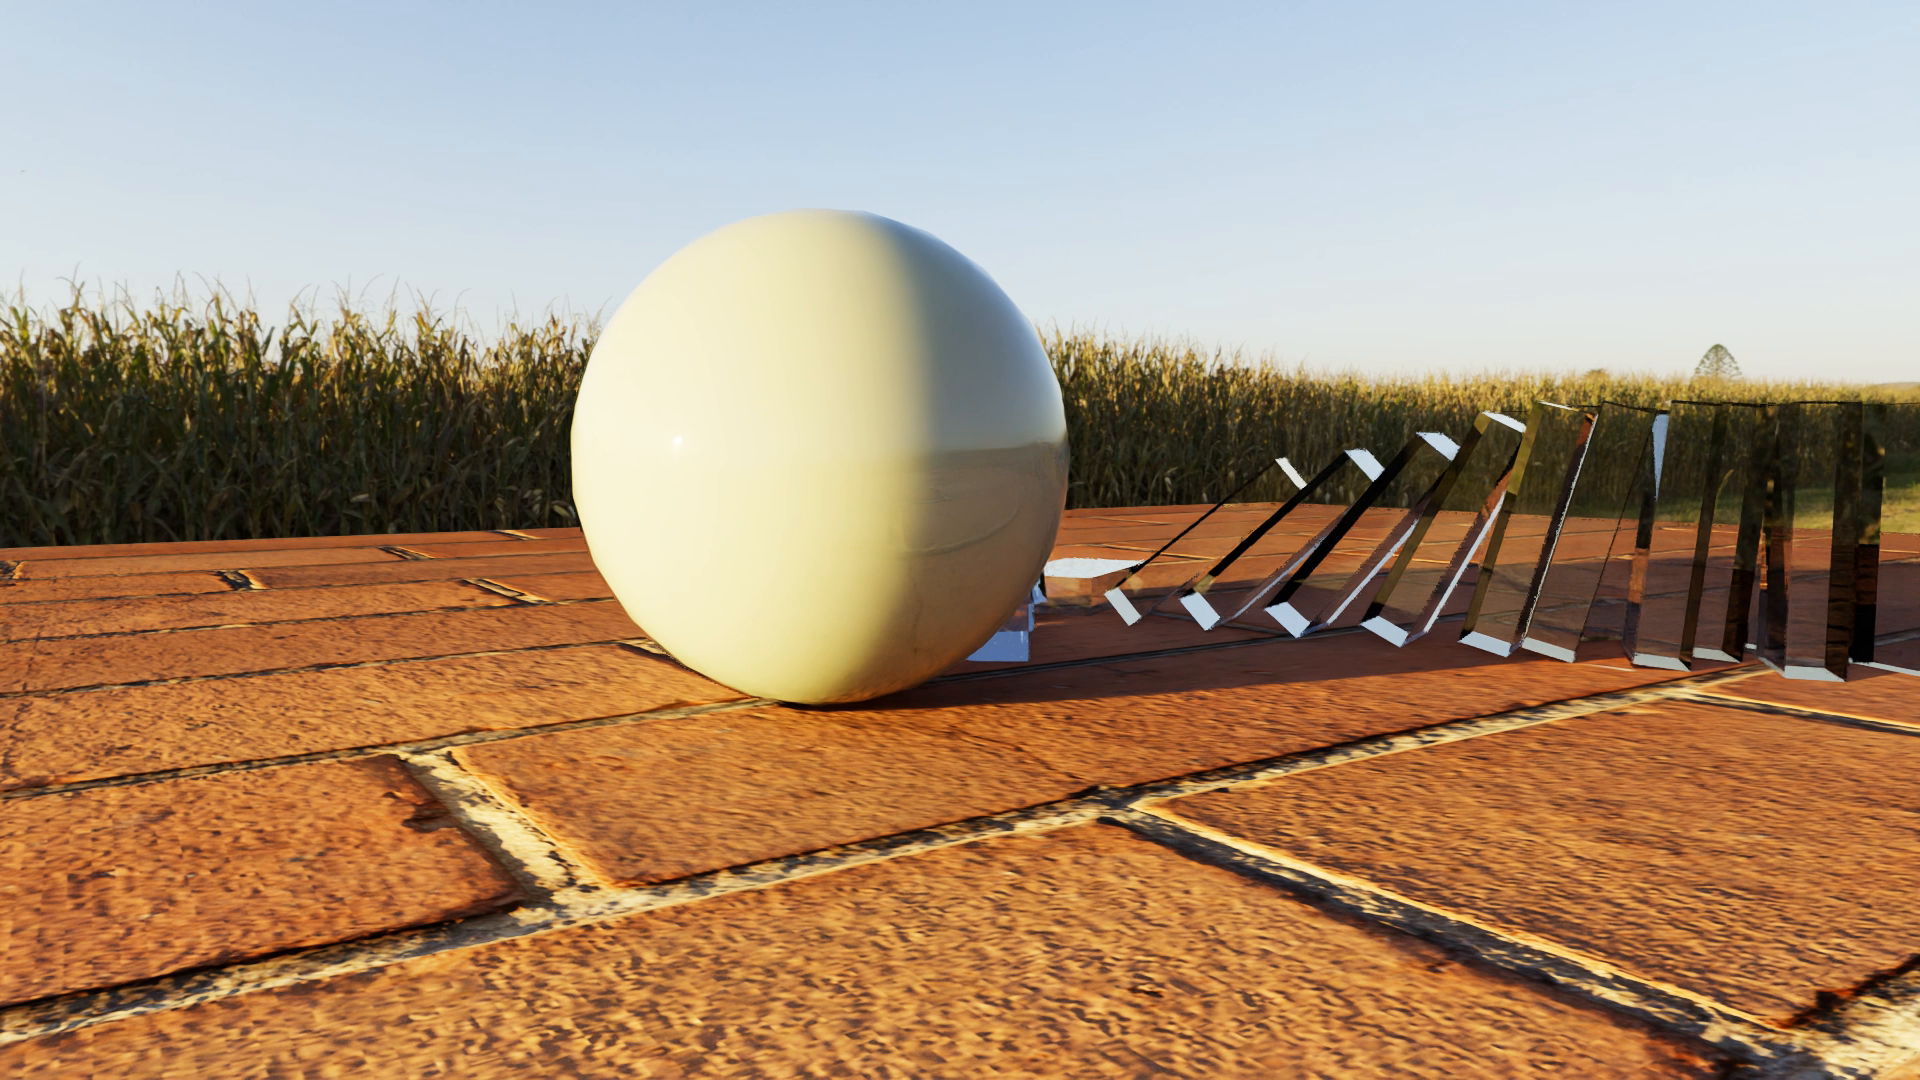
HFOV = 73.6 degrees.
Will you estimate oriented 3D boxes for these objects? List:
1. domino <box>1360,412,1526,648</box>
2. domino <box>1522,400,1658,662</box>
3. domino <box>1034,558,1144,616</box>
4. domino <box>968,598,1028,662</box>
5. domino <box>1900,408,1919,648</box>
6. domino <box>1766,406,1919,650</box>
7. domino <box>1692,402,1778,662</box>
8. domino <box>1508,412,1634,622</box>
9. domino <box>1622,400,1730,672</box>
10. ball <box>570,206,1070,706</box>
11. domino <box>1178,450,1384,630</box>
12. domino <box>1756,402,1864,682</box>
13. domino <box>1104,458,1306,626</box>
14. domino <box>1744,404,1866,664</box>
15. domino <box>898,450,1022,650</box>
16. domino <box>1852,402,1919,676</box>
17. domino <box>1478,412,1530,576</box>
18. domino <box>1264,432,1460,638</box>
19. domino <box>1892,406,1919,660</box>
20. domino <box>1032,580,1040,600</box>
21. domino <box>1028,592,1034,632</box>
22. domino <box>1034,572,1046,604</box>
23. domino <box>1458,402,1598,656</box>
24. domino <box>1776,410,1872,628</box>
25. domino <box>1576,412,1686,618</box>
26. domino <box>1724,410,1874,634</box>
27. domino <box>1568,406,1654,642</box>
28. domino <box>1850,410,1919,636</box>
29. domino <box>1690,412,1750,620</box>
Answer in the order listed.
[{"bbox_3d":[0.105,-0.002,0.273,0.009,0.050,0.025,33,20,26],"label":"domino"},{"bbox_3d":[0.126,-0.002,0.258,0.009,0.050,0.025,18,12,25],"label":"domino"},{"bbox_3d":[0.031,0.012,0.344,0.025,0.009,0.050,2,5,25],"label":"domino"},{"bbox_3d":[0.001,0.002,0.265,0.025,0.009,0.050,0,48,2],"label":"domino"},{"bbox_3d":[0.212,-0.002,0.266,0.025,0.050,0.009,2,5,27],"label":"domino"},{"bbox_3d":[0.187,-0.003,0.270,0.025,0.050,0.009,1,4,16],"label":"domino"},{"bbox_3d":[0.153,-0.002,0.260,0.009,0.050,0.025,7,6,17],"label":"domino"},{"bbox_3d":[0.151,-0.006,0.317,0.009,0.050,0.025,-3,5,-35],"label":"domino"},{"bbox_3d":[0.139,-0.002,0.251,0.009,0.050,0.025,7,7,22],"label":"domino"},{"bbox_3d":[-0.022,-0.013,0.210,0.080,0.080,0.080,0,4,0],"label":"ball"},{"bbox_3d":[0.075,0.000,0.295,0.050,0.009,0.025,-45,-17,23],"label":"domino"},{"bbox_3d":[0.159,-0.001,0.241,0.010,0.050,0.025,2,5,21],"label":"domino"},{"bbox_3d":[0.059,0.000,0.305,0.050,0.009,0.025,-40,-9,17],"label":"domino"},{"bbox_3d":[0.171,-0.002,0.260,0.009,0.050,0.025,-1,4,-13],"label":"domino"},{"bbox_3d":[0.001,0.001,0.279,0.025,0.009,0.050,0,48,2],"label":"domino"},{"bbox_3d":[0.180,0.000,0.236,0.009,0.050,0.025,-1,4,-9],"label":"domino"},{"bbox_3d":[0.136,-0.005,0.301,0.025,0.050,0.010,1,4,17],"label":"domino"},{"bbox_3d":[0.091,-0.001,0.284,0.010,0.050,0.025,45,25,22],"label":"domino"},{"bbox_3d":[0.198,-0.001,0.248,0.025,0.050,0.009,4,6,42],"label":"domino"},{"bbox_3d":[-0.001,-0.004,0.310,0.025,0.010,0.050,-13,48,-9],"label":"domino"},{"bbox_3d":[0.002,-0.001,0.294,0.025,0.009,0.050,-4,48,-2],"label":"domino"},{"bbox_3d":[0.003,0.003,0.328,0.025,0.009,0.050,-11,26,-8],"label":"domino"},{"bbox_3d":[0.117,-0.003,0.264,0.009,0.050,0.025,20,14,30],"label":"domino"},{"bbox_3d":[0.207,-0.005,0.307,0.025,0.050,0.009,-3,5,-38],"label":"domino"},{"bbox_3d":[0.170,-0.007,0.326,0.009,0.050,0.025,-1,4,-13],"label":"domino"},{"bbox_3d":[0.190,-0.004,0.291,0.025,0.050,0.009,0,4,1],"label":"domino"},{"bbox_3d":[0.139,-0.004,0.280,0.025,0.050,0.009,0,4,-22],"label":"domino"},{"bbox_3d":[0.216,-0.004,0.287,0.025,0.050,0.009,0,4,-4],"label":"domino"},{"bbox_3d":[0.191,-0.007,0.321,0.010,0.050,0.025,3,5,34],"label":"domino"}]
